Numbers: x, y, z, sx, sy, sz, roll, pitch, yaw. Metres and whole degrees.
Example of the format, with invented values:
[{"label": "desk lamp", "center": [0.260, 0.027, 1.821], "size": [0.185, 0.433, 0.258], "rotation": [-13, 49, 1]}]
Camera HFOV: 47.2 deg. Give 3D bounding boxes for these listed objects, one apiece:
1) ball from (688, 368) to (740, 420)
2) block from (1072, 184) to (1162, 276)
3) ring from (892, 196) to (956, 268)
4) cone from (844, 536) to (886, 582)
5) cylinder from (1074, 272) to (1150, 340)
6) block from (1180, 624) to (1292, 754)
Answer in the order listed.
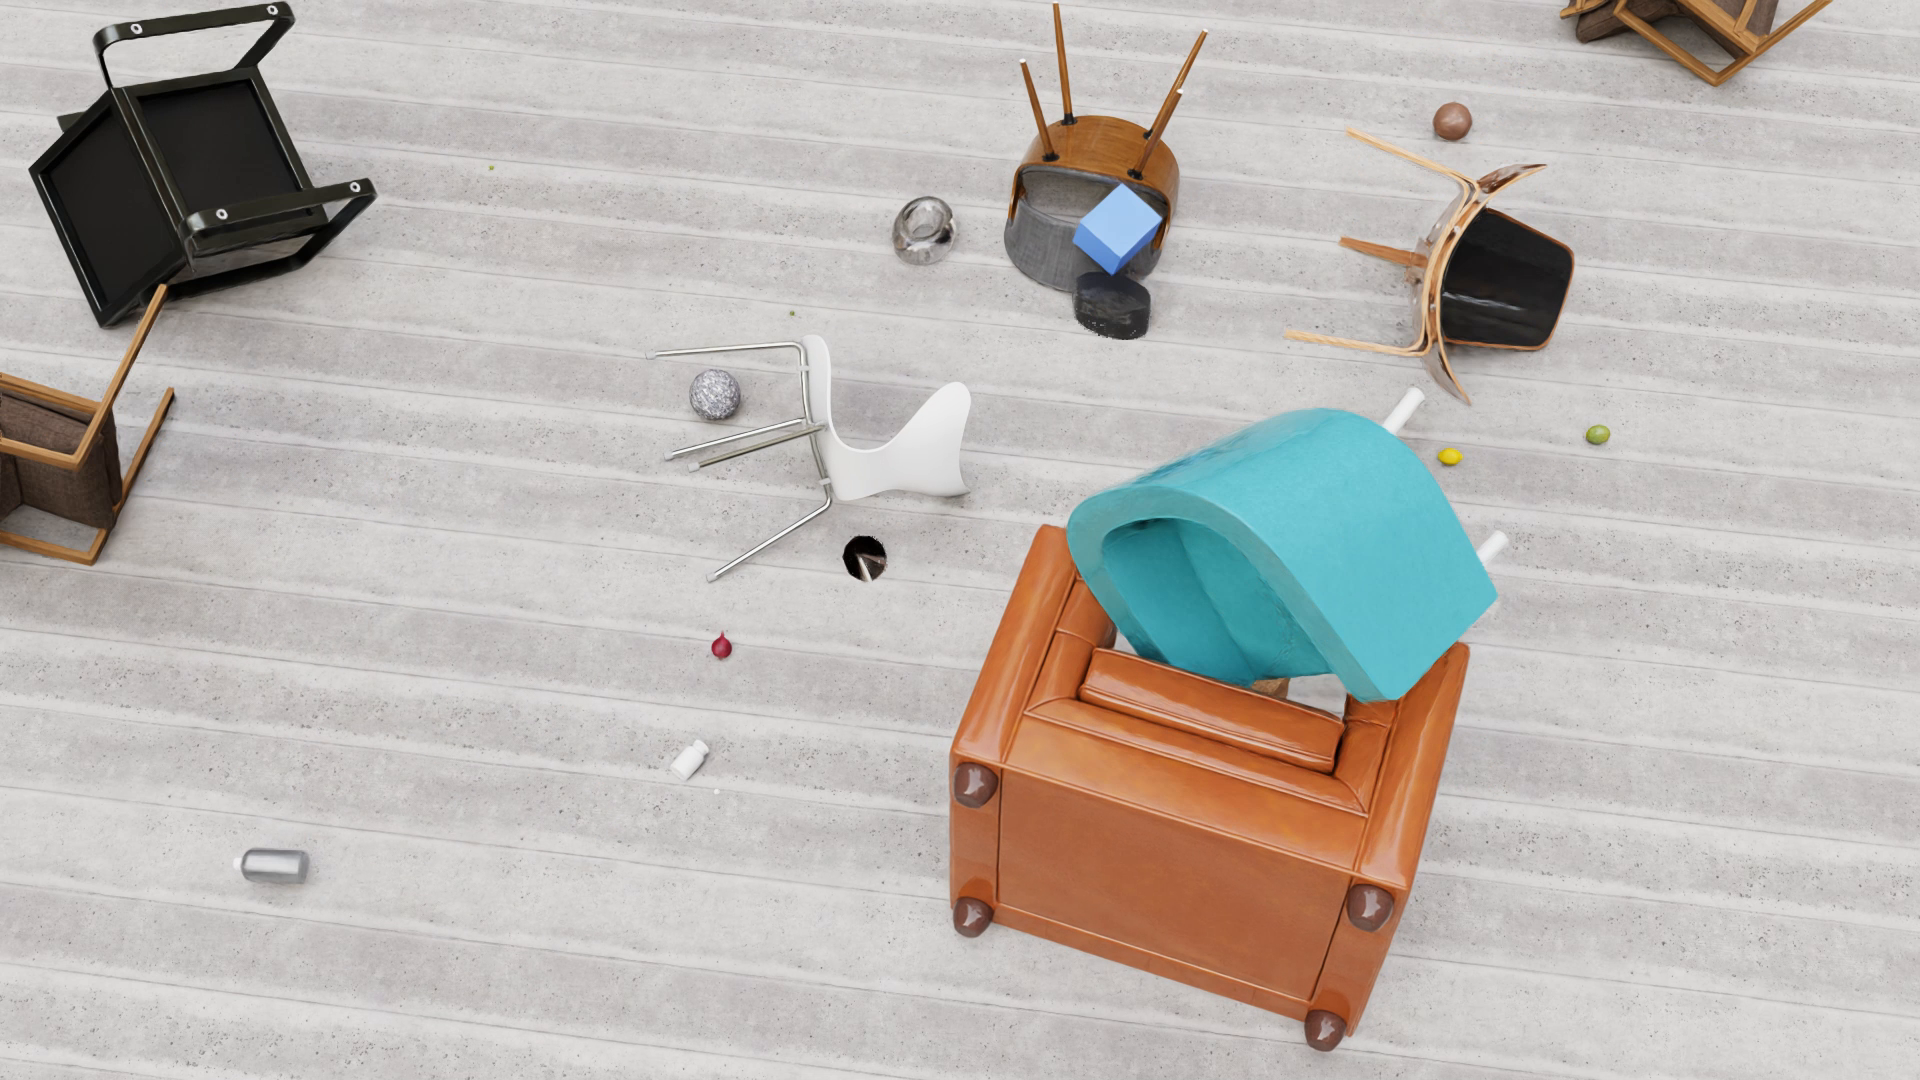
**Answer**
[{"label": "ball", "center": [-0.756, -0.448, 6.778], "size": [0.160, 0.160, 0.160], "rotation": [0, 56, 0]}, {"label": "block", "center": [0.497, -0.980, 6.943], "size": [0.173, 0.123, 0.205], "rotation": [43, 69, 8]}, {"label": "ring", "center": [-0.119, -1.009, 7.186], "size": [0.207, 0.110, 0.269], "rotation": [14, 58, 10]}, {"label": "cone", "center": [-0.303, 0.041, 6.509], "size": [0.127, 0.154, 0.105], "rotation": [-45, 29, -10]}, {"label": "cylinder", "center": [0.483, -0.744, 6.981], "size": [0.248, 0.148, 0.137], "rotation": [18, 60, 12]}, {"label": "block", "center": [0.766, 0.417, 6.133], "size": [0.238, 0.249, 0.182], "rotation": [31, 68, 19]}]
